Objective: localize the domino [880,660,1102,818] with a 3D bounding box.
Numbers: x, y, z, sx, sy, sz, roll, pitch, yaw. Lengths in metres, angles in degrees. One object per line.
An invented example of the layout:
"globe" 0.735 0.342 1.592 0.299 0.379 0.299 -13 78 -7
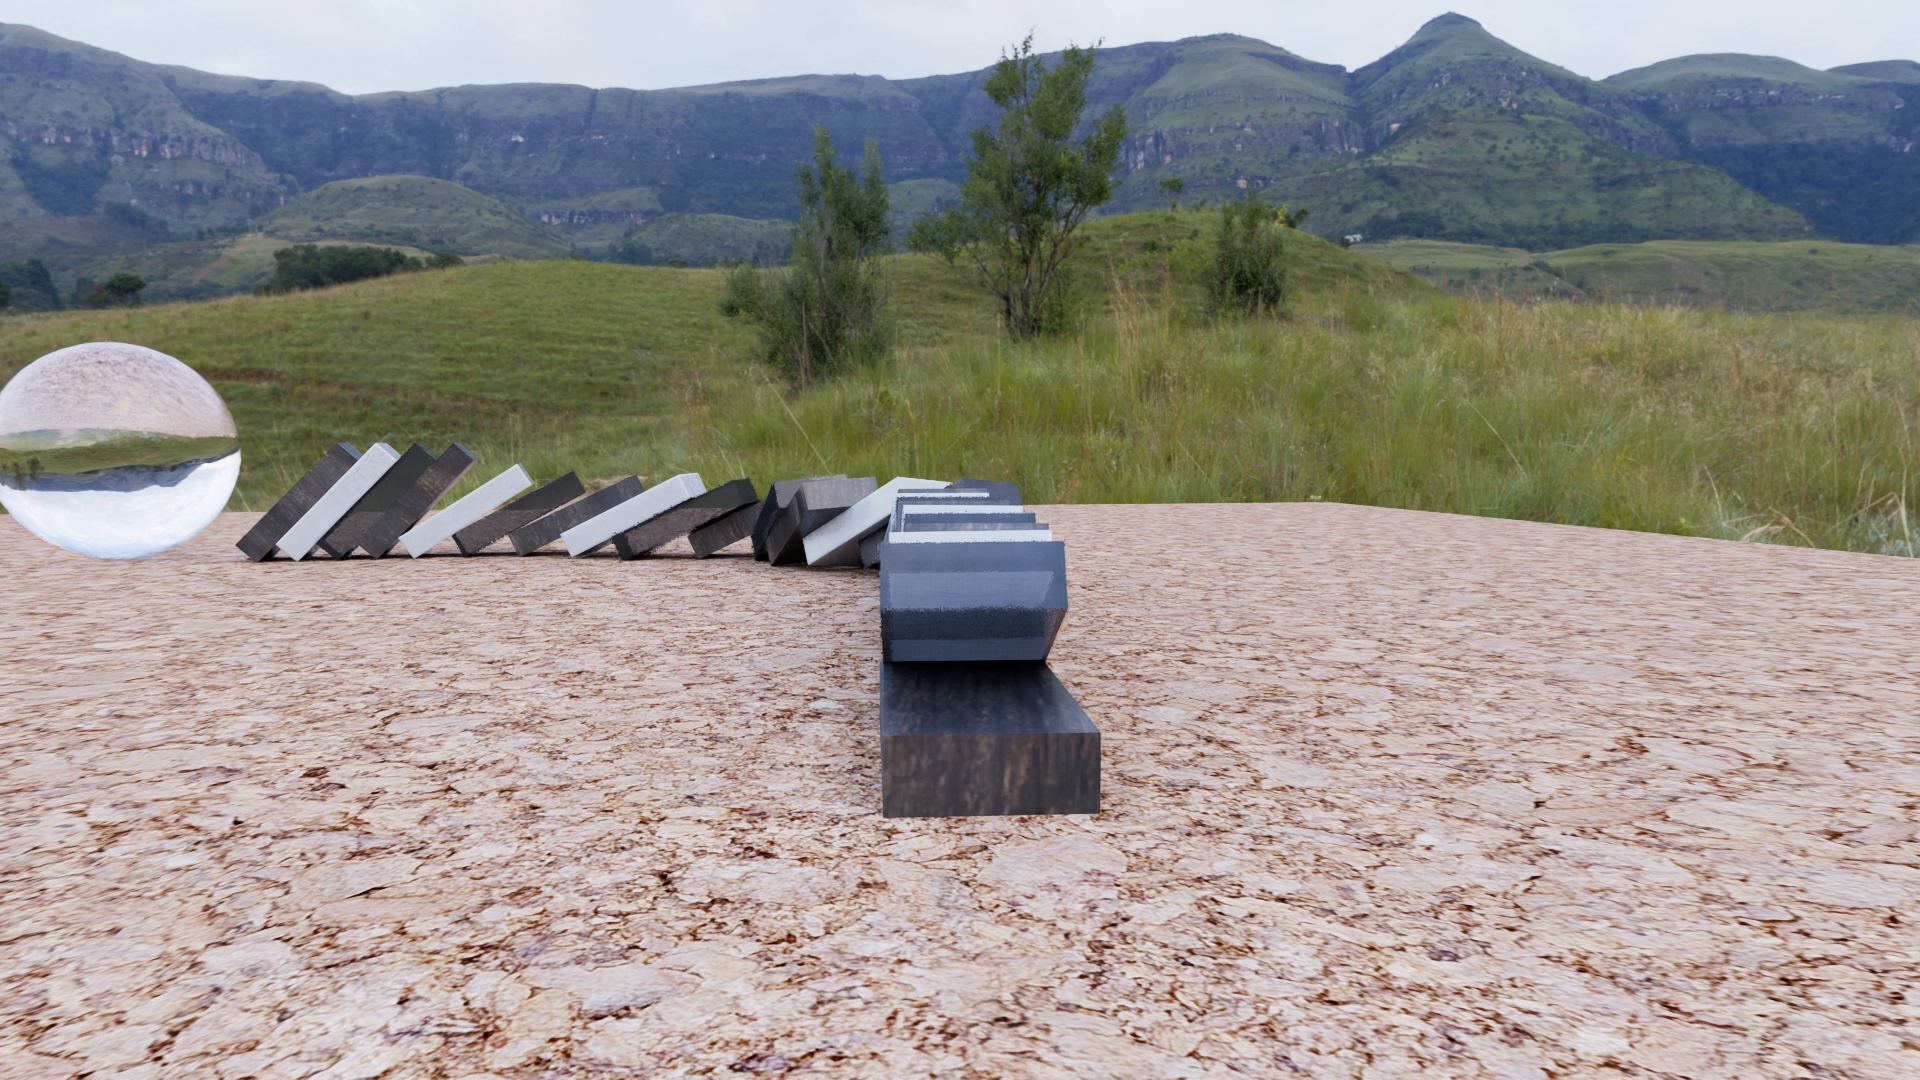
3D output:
"domino" 0.002 0.025 0.171 0.025 0.010 0.050 0 4 -4

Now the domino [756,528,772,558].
"domino" -0.052 0.001 0.495 0.050 0.010 0.025 -1 4 -14

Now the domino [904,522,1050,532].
"domino" 0.001 0.010 0.243 0.025 0.009 0.050 0 -19 -4

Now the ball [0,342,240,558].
"ball" -0.313 -0.033 0.476 0.080 0.080 0.080 0 4 0

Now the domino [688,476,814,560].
"domino" -0.077 -0.009 0.485 0.050 0.009 0.025 -25 7 -1

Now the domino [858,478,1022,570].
"domino" -0.006 -0.004 0.406 0.025 0.009 0.050 3 -25 -45

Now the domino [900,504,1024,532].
"domino" -0.001 0.006 0.289 0.025 0.010 0.050 0 -21 -5

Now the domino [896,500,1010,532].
"domino" -0.003 0.004 0.311 0.025 0.010 0.050 0 -21 -5

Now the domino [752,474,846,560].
"domino" -0.057 -0.007 0.451 0.025 0.009 0.050 -7 -19 -21

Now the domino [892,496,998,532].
"domino" -0.005 0.003 0.334 0.025 0.009 0.050 0 -21 -5

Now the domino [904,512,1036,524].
"domino" 0.000 0.008 0.267 0.025 0.010 0.050 0 -20 -5

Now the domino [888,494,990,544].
"domino" -0.007 0.001 0.356 0.025 0.009 0.050 0 -21 -6

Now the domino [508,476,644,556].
"domino" -0.147 -0.010 0.496 0.050 0.009 0.025 -26 8 -6

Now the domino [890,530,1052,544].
"domino" 0.001 0.012 0.219 0.025 0.010 0.050 -1 -20 -2

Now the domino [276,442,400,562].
"domino" -0.229 -0.015 0.477 0.010 0.050 0.025 44 -8 -15

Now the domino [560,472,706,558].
"domino" -0.122 -0.010 0.482 0.050 0.009 0.025 -26 2 6

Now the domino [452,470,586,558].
"domino" -0.170 -0.011 0.496 0.050 0.009 0.025 -30 12 -12

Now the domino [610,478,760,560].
"domino" -0.102 -0.008 0.478 0.050 0.010 0.025 -24 2 5

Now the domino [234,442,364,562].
"domino" -0.242 -0.014 0.473 0.010 0.050 0.025 44 -8 -15

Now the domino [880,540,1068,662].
"domino" 0.001 0.013 0.195 0.025 0.010 0.050 -1 -20 -3

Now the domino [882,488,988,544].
"domino" -0.008 -0.001 0.380 0.025 0.010 0.050 -1 -21 -10

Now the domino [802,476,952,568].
"domino" -0.026 -0.005 0.419 0.025 0.009 0.050 4 -25 -45

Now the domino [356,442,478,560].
"domino" -0.204 -0.015 0.485 0.010 0.050 0.025 44 -8 -15

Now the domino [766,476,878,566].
"domino" -0.047 -0.006 0.432 0.025 0.010 0.050 -6 -19 -25

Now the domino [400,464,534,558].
"domino" -0.188 -0.012 0.490 0.050 0.009 0.025 -34 12 -11

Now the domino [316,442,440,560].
"domino" -0.217 -0.015 0.481 0.009 0.050 0.025 44 -8 -15
